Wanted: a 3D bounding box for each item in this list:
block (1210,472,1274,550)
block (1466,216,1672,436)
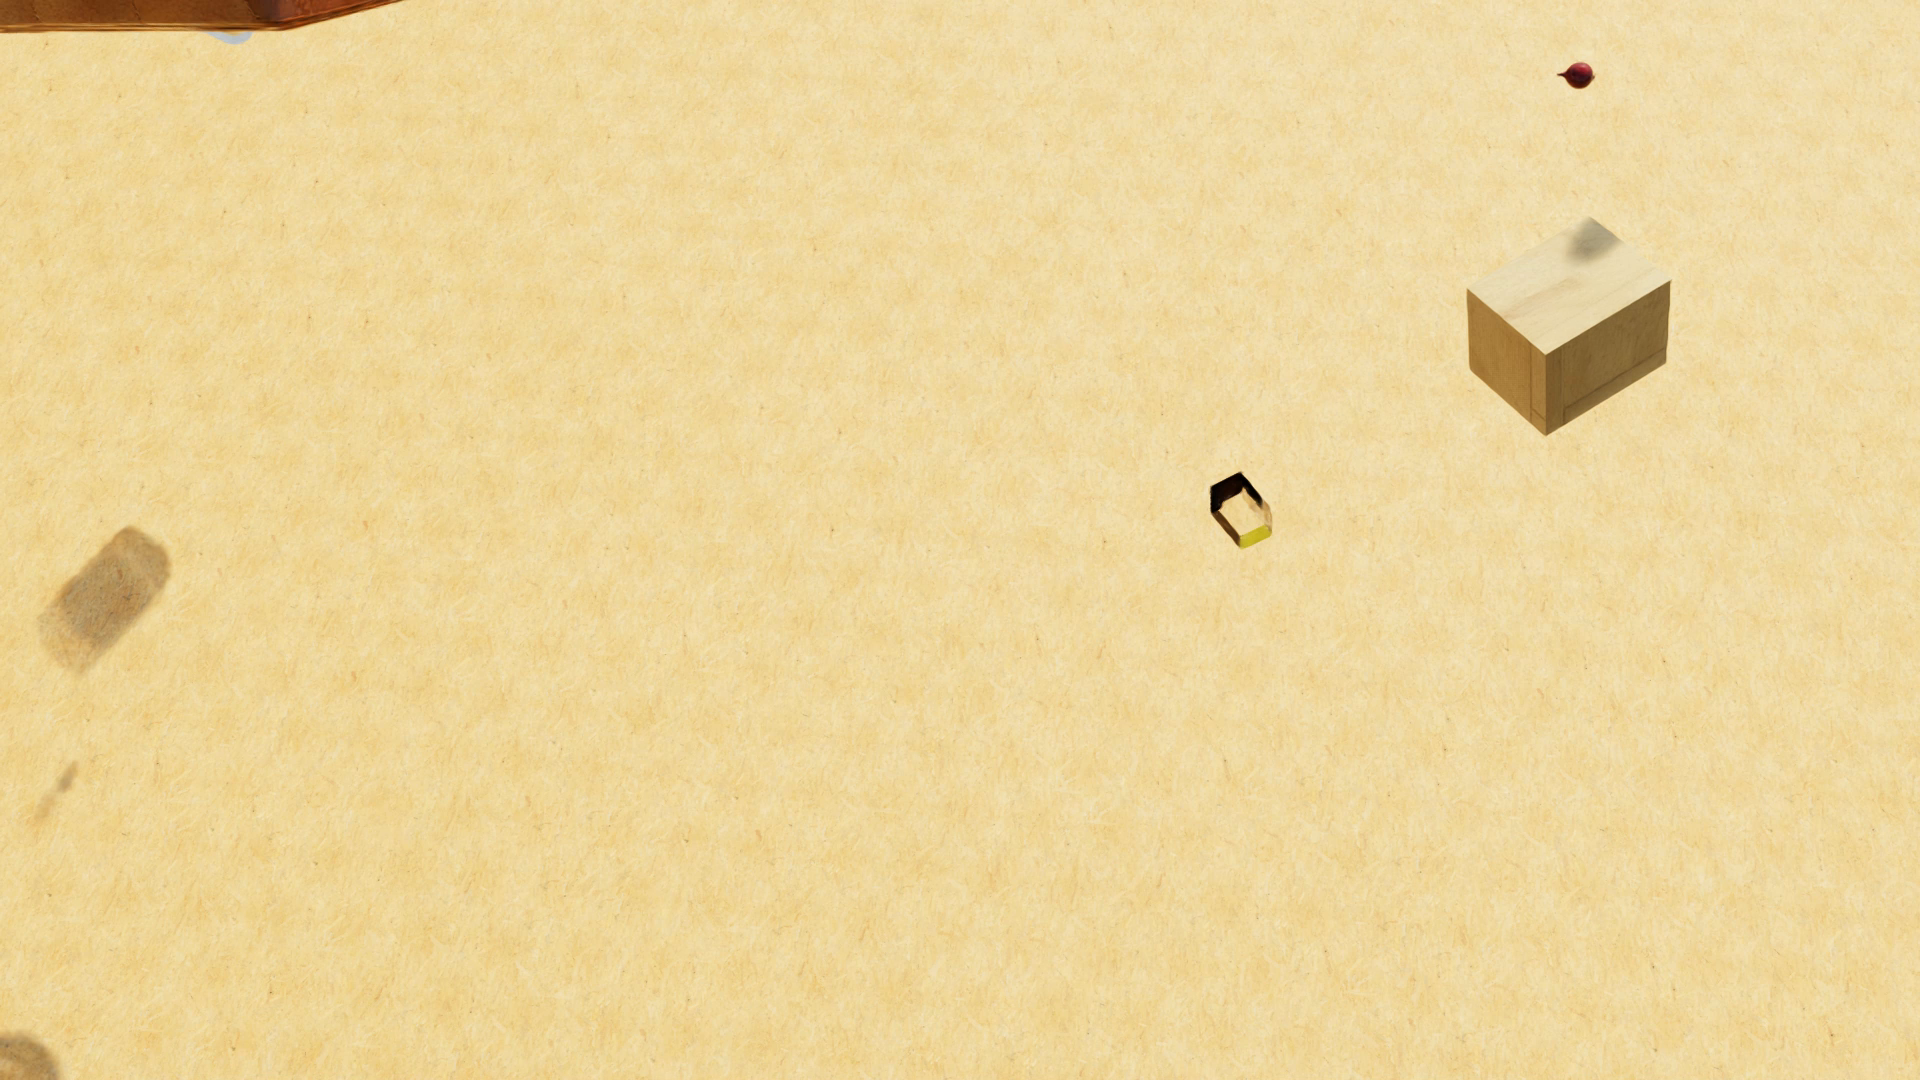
[{"bbox_3d":[0.403,-0.042,3.151,0.053,0.084,0.059,-27,35,25],"label":"block"},{"bbox_3d":[1.000,-0.353,3.620,0.251,0.197,0.197,-30,50,-10],"label":"block"}]
